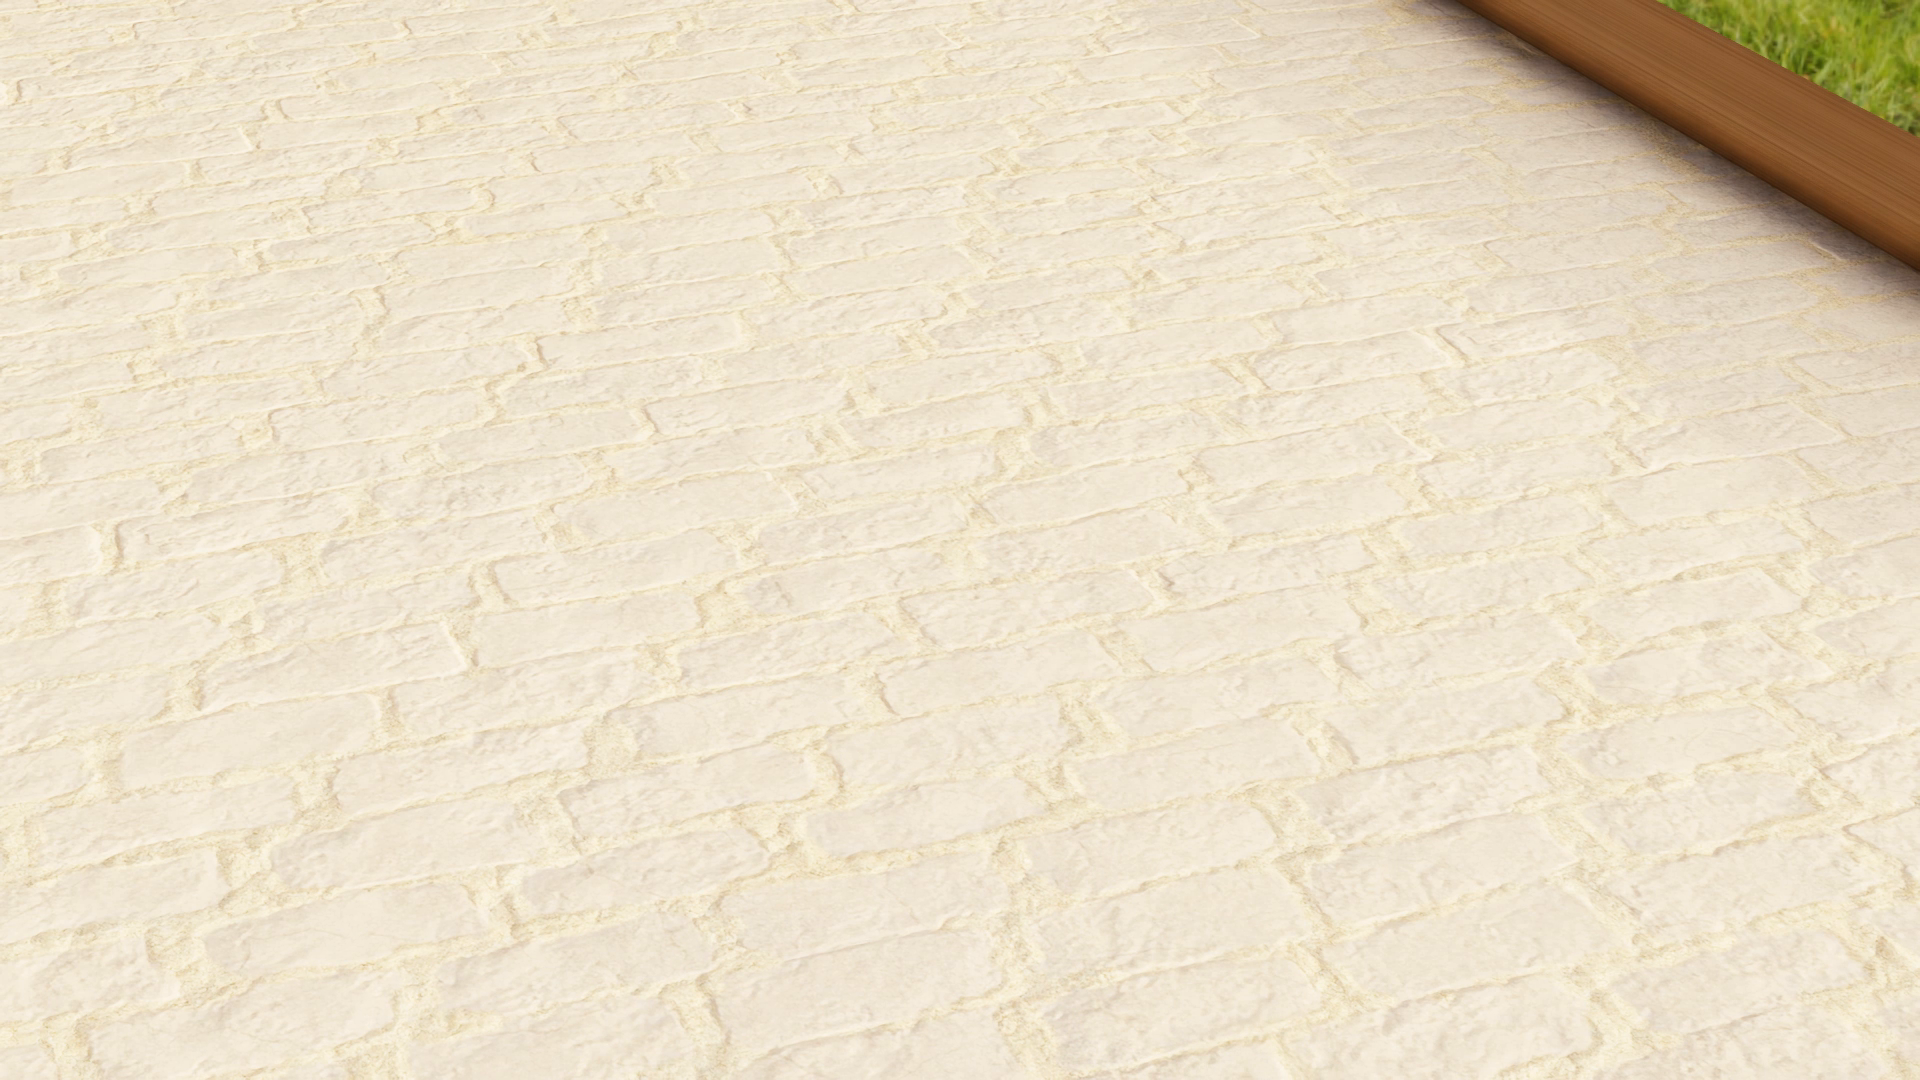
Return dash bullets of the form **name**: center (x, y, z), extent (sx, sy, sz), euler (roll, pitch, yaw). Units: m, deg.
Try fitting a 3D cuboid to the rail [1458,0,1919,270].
- **rail**: center (0.554, -0.532, 2.890), extent (0.045, 0.105, 3.531), euler (-9, 29, -17)
